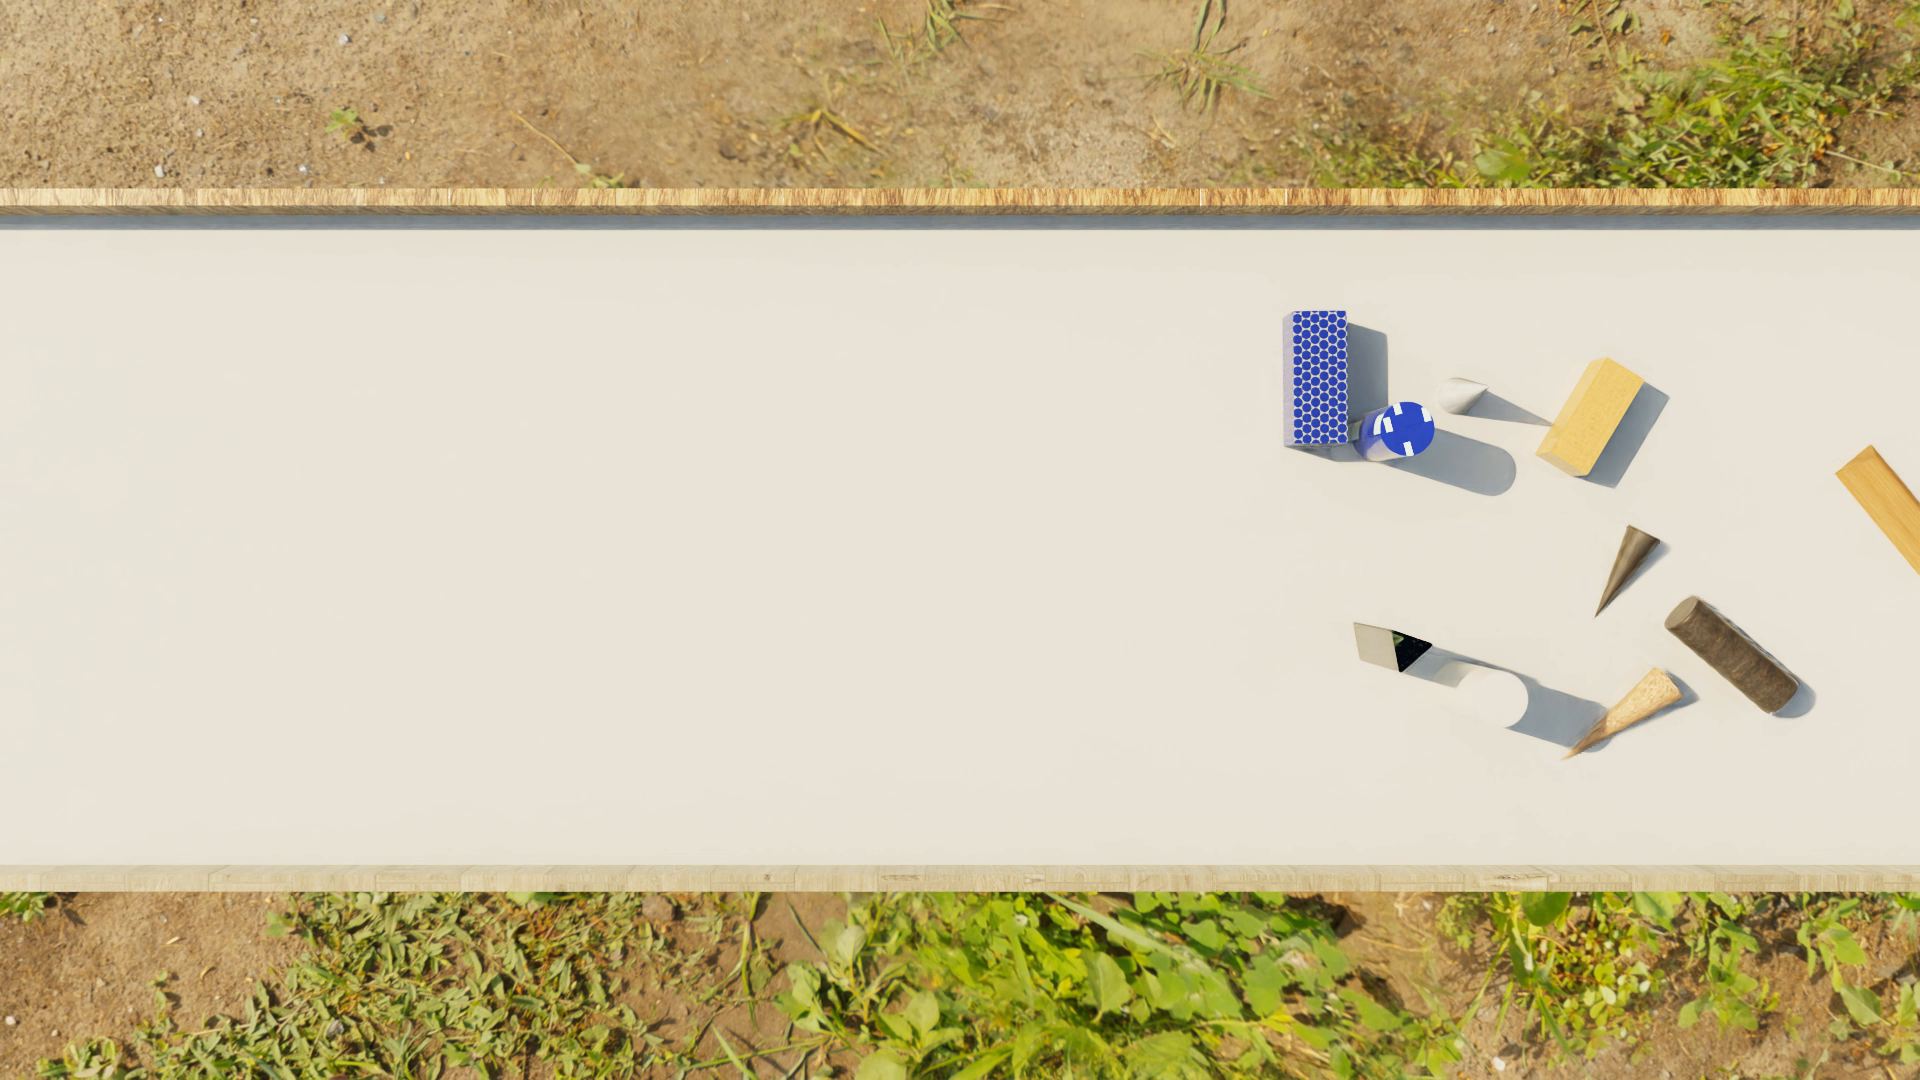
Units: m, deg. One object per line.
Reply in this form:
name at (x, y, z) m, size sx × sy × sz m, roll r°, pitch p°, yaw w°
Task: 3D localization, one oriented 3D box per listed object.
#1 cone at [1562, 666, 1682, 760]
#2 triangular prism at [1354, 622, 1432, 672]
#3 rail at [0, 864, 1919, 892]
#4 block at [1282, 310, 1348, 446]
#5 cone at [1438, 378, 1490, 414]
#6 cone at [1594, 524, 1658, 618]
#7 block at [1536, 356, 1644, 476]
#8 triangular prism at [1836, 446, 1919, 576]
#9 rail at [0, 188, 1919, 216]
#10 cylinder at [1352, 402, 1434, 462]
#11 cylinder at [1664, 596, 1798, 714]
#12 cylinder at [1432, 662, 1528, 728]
cone at (1.998, 0.558, 5.048) m, size 0.409 × 0.116 × 0.116 m, roll -39°, pitch 90°, yaw 8°
triangular prism at (1.246, 0.293, 4.851) m, size 0.120 × 0.451 × 0.104 m, roll -41°, pitch 90°, yaw 0°
rail at (-2.247, 1.025, 5.001) m, size 12.000 × 0.150 × 0.050 m, roll 0°, pitch 90°, yaw 0°
block at (1.074, -0.486, 4.996) m, size 0.161 × 0.161 × 0.394 m, roll -1°, pitch 90°, yaw 0°
cone at (1.528, -0.443, 4.914) m, size 0.116 × 0.325 × 0.116 m, roll 0°, pitch 90°, yaw 0°
cone at (2.017, 0.110, 5.051) m, size 0.102 × 0.102 × 0.306 m, roll 26°, pitch 101°, yaw 0°
block at (1.911, -0.373, 5.010) m, size 0.132 × 0.132 × 0.333 m, roll 31°, pitch 90°, yaw 0°
triangular prism at (2.891, -0.072, 5.012) m, size 0.142 × 0.123 × 0.458 m, roll -40°, pitch 90°, yaw 0°
rail at (-2.247, -1.025, 5.002) m, size 12.000 × 0.150 × 0.050 m, roll 0°, pitch 90°, yaw 0°
cylinder at (1.283, -0.319, 4.904) m, size 0.157 × 0.344 × 0.157 m, roll 0°, pitch 90°, yaw 0°
cylinder at (2.341, 0.348, 5.011) m, size 0.397 × 0.131 × 0.131 m, roll 40°, pitch 90°, yaw 0°
cylinder at (1.533, 0.453, 4.879) m, size 0.160 × 0.396 × 0.160 m, roll 0°, pitch 90°, yaw 0°
